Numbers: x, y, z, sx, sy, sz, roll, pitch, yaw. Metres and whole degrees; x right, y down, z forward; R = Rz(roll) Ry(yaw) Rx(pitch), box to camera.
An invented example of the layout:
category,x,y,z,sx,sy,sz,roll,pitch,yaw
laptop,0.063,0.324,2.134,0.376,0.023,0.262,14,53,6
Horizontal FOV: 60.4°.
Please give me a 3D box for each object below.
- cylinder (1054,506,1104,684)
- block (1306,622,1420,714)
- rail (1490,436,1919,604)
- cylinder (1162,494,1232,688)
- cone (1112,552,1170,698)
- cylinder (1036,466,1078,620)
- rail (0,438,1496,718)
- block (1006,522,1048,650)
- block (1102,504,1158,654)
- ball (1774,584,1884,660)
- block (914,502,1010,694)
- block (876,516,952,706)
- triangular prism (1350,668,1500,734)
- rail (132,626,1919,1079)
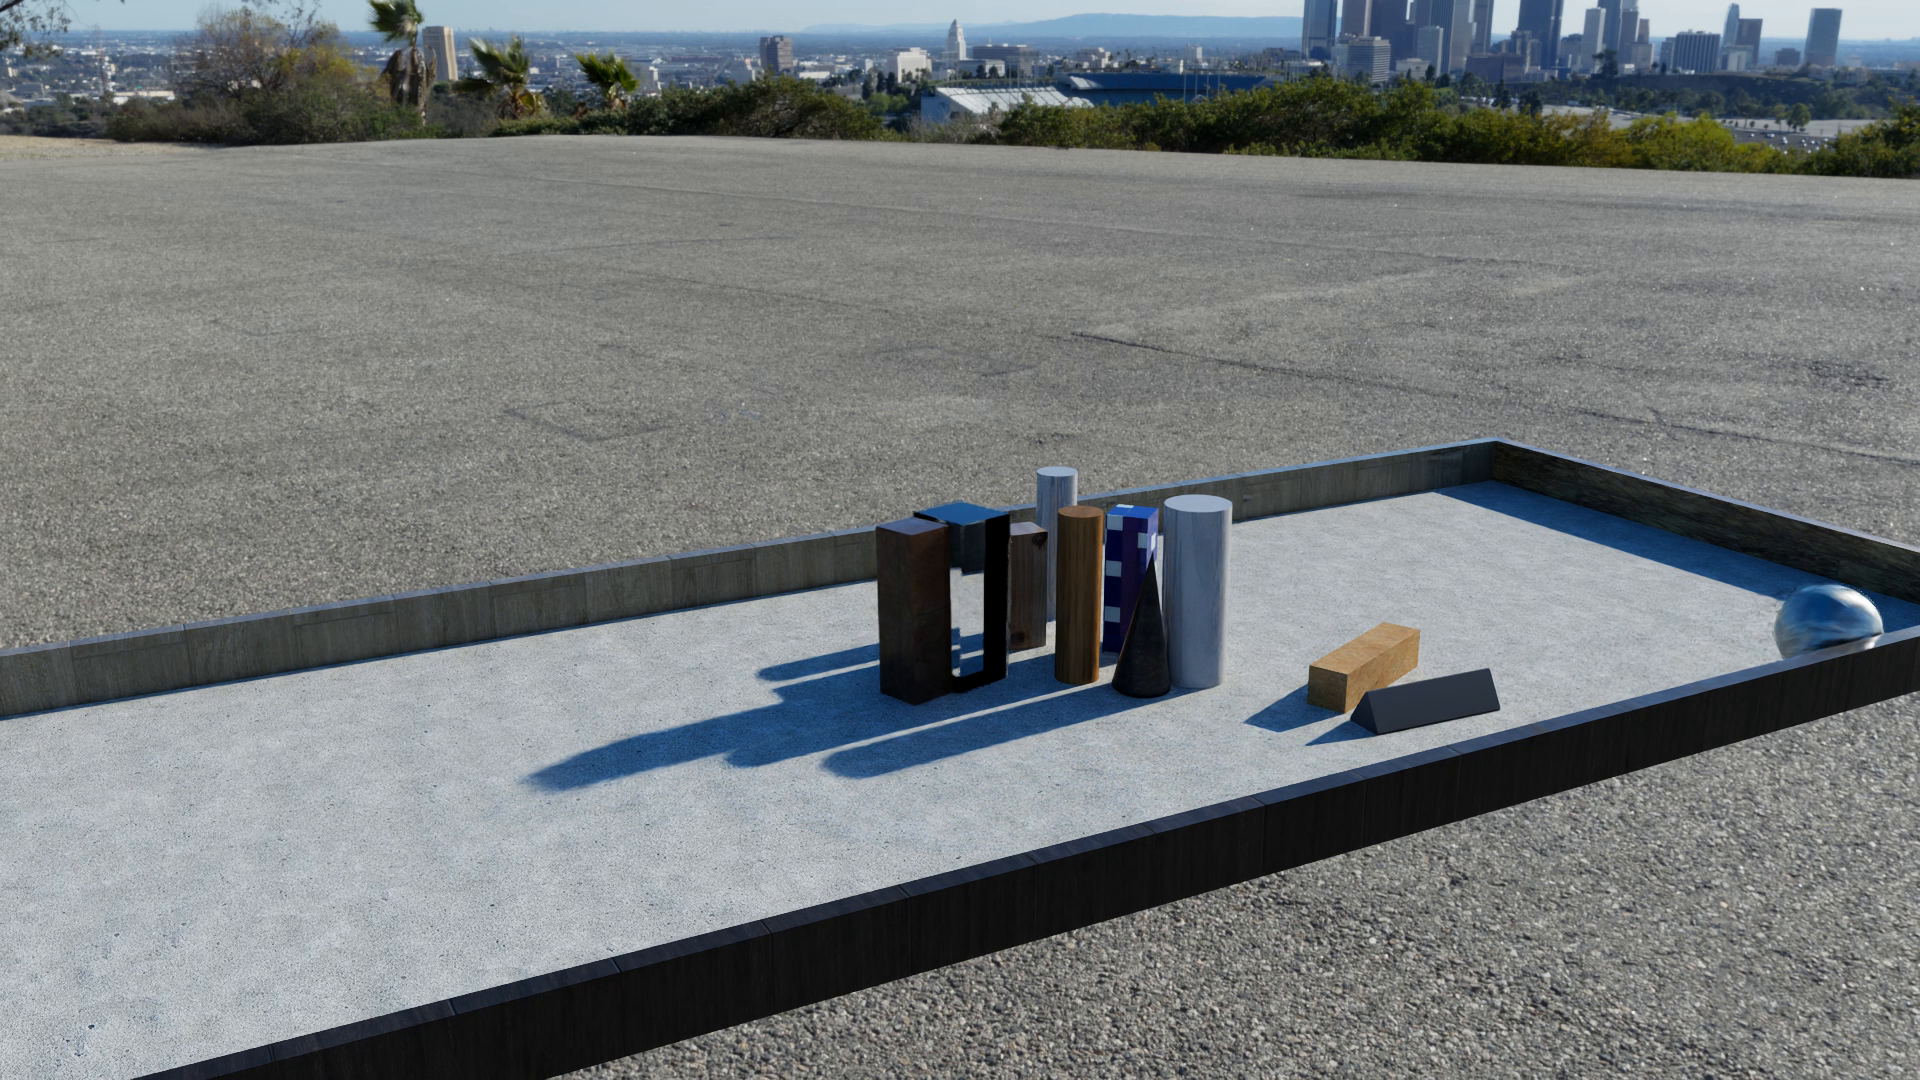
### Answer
category,x,y,z,sx,sy,sz,roll,pitch,yaw
cylinder,0.296,0.138,4.114,0.112,0.434,0.112,0,17,0
block,1.009,0.314,4.109,0.100,0.100,0.408,13,21,37
rail,2.466,-0.048,5.253,0.050,0.150,2.100,-9,18,-27
cylinder,0.587,0.128,4.109,0.166,0.455,0.166,-1,17,0
cone,0.457,0.192,4.036,0.147,0.362,0.147,2,22,-1
cylinder,0.268,0.008,4.597,0.113,0.411,0.113,0,16,0
rail,-3.305,0.497,3.399,12.000,0.150,0.050,-9,18,-27
block,0.161,0.122,4.377,0.104,0.317,0.104,-7,18,-22
block,0.447,0.106,4.324,0.111,0.377,0.111,6,17,20
ball,2.176,0.232,4.135,0.244,0.244,0.244,0,16,0
block,0.001,0.140,4.110,0.165,0.428,0.165,-14,21,-43
block,-0.110,0.171,4.013,0.125,0.426,0.125,-16,21,-43
triangular prism,1.111,0.373,3.920,0.366,0.089,0.103,-7,18,-24
rail,-2.336,1.006,1.665,12.000,0.150,0.050,-9,18,-27
